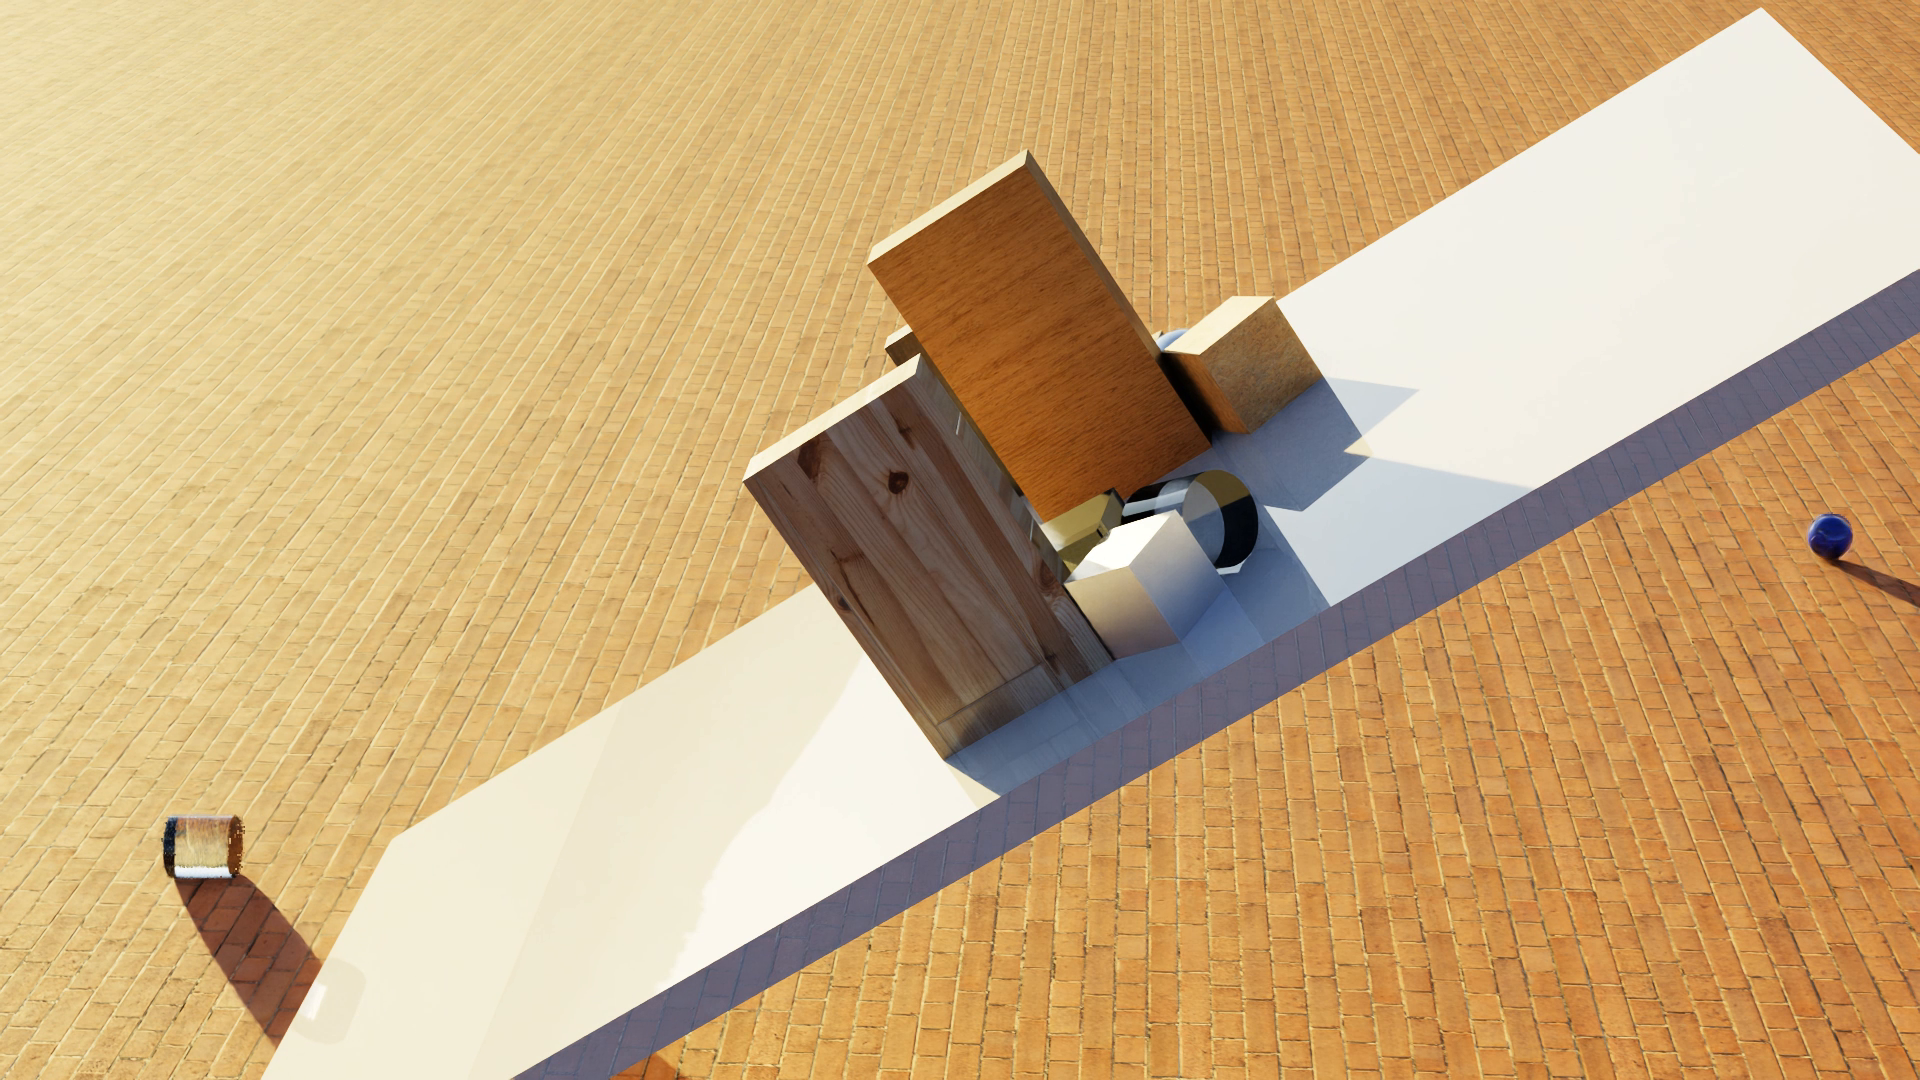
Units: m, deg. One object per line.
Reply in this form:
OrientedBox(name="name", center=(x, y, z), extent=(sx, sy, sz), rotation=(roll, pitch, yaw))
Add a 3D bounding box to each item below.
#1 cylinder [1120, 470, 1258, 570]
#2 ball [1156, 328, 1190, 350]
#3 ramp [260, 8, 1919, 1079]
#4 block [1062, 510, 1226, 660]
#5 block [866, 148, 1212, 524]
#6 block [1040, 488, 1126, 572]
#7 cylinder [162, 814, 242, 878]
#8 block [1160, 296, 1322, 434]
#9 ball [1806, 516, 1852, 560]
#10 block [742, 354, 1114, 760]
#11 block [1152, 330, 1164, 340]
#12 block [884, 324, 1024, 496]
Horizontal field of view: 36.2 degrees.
OrientedBox(name="cylinder", center=(0.444, -0.028, 5.696), extent=(0.190, 0.190, 0.190), rotation=(-16, 1, -36))
OrientedBox(name="ball", center=(0.505, -0.370, 6.580), extent=(0.206, 0.206, 0.206), rotation=(0, 20, 0))
OrientedBox(name="ramp", center=(0.139, 0.171, 6.297), extent=(4.000, 0.100, 2.000), rotation=(-31, 16, 14))
OrientedBox(name="block", center=(0.349, 0.086, 5.565), extent=(0.182, 0.182, 0.182), rotation=(-18, 22, 47))
OrientedBox(name="block", center=(0.178, -0.421, 6.394), extent=(0.403, 0.743, 0.147), rotation=(-31, 16, 14))
OrientedBox(name="block", center=(0.258, 0.061, 5.800), extent=(0.201, 0.201, 0.201), rotation=(-28, 17, 24))
OrientedBox(name="cylinder", center=(-1.973, 0.799, 7.667), extent=(0.164, 0.164, 0.164), rotation=(0, 20, 1))
OrientedBox(name="block", center=(0.610, -0.381, 6.381), extent=(0.210, 0.210, 0.210), rotation=(-38, 15, -12))
OrientedBox(name="ball", center=(2.914, -0.009, 9.855), extent=(0.147, 0.147, 0.147), rotation=(0, 20, 0))
OrientedBox(name="block", center=(-0.054, 0.038, 5.615), extent=(0.391, 0.679, 0.131), rotation=(-31, 16, 14))
OrientedBox(name="block", center=(0.429, -0.354, 6.782), extent=(0.159, 0.159, 0.159), rotation=(-28, 16, 24))
OrientedBox(name="block", center=(0.122, -0.371, 6.881), extent=(0.393, 0.475, 0.093), rotation=(-31, 16, 14))
